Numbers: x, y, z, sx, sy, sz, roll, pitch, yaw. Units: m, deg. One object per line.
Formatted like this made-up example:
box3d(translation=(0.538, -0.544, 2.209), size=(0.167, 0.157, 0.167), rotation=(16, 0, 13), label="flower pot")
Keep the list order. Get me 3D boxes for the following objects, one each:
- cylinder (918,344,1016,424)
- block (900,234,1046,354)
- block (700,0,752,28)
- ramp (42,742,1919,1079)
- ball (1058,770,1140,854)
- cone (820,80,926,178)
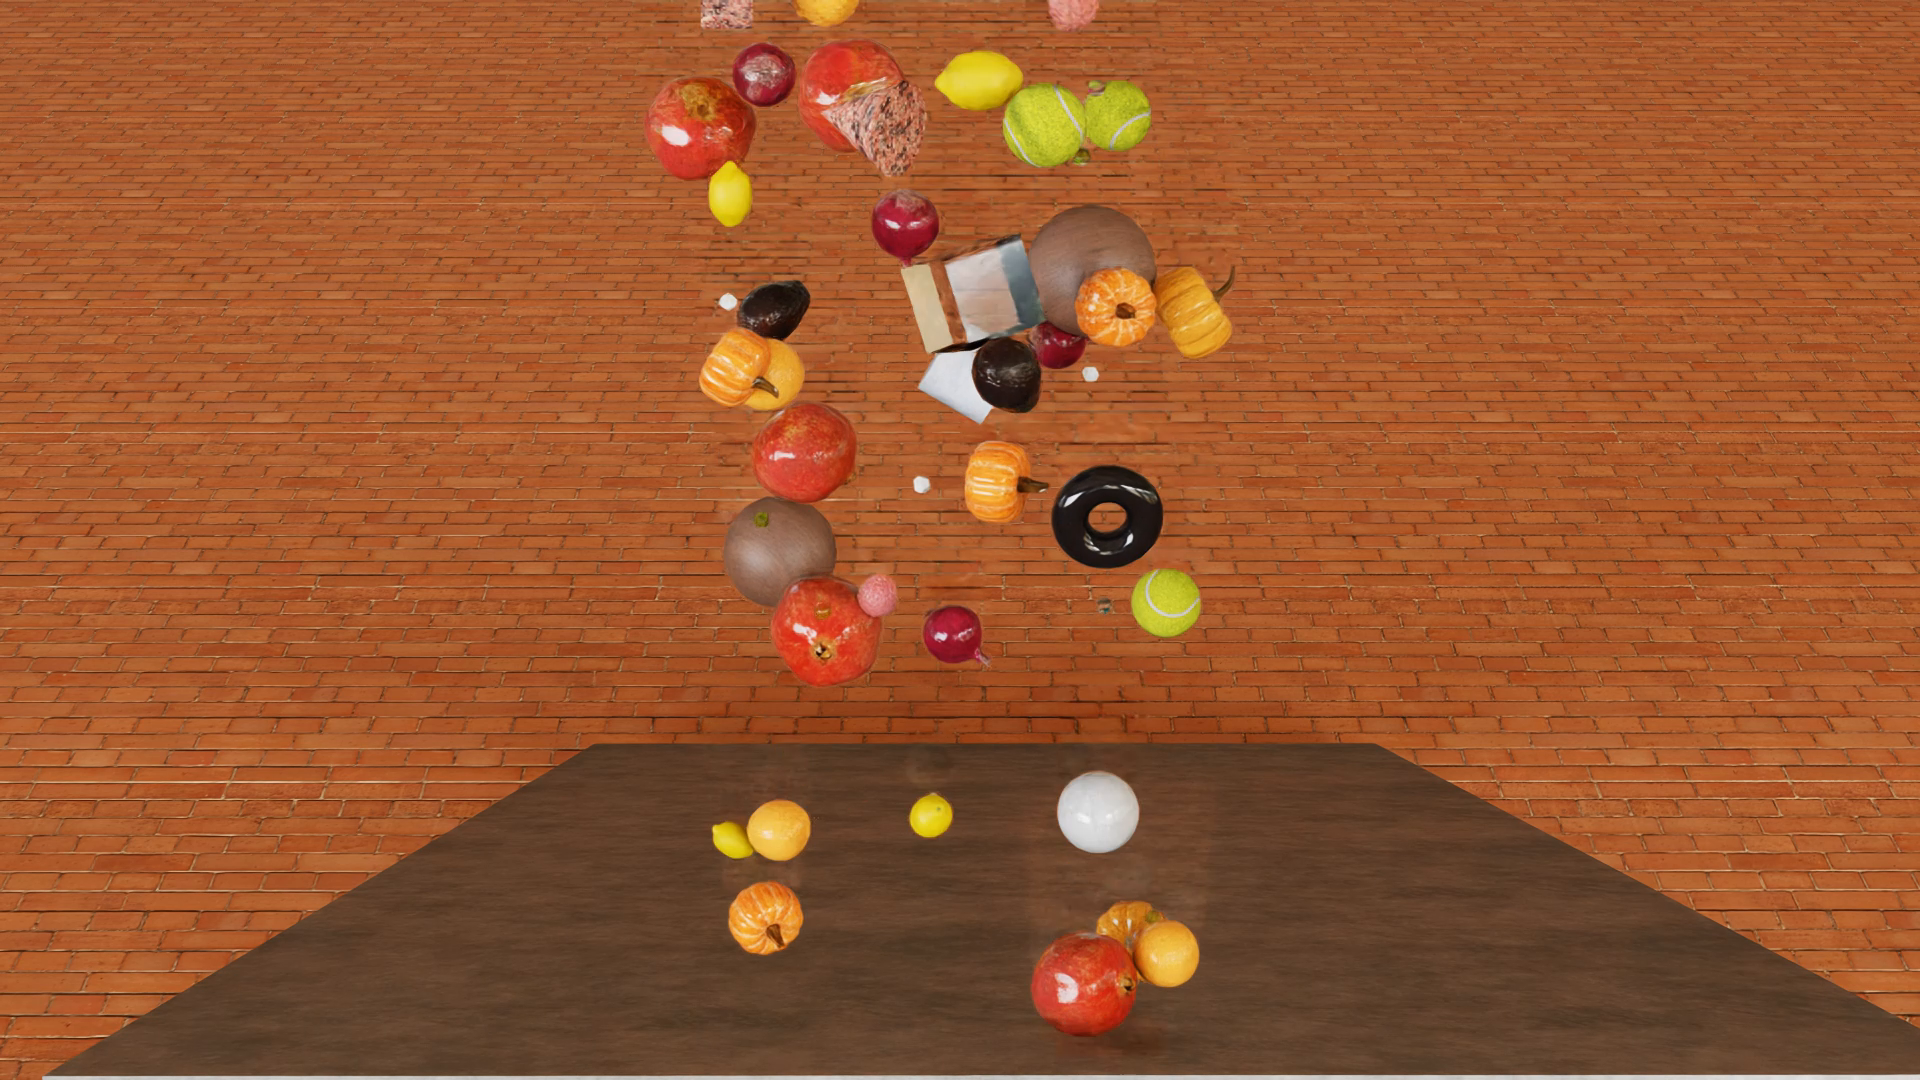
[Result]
box3d(translation=(0.007, -0.159, 2.492), size=(0.070, 0.070, 0.070), rotation=(30, 30, -5), label="cylinder")
box3d(translation=(0.012, -0.219, 2.305), size=(0.082, 0.082, 0.082), rotation=(-23, 12, -26), label="block")
box3d(translation=(-0.225, -0.530, 2.496), size=(0.050, 0.050, 0.050), rotation=(0, 54, -4), label="block")
box3d(translation=(0.065, 0.583, 4.630), size=(2.000, 0.100, 4.000), rotation=(0, 0, 0), label="ramp")
box3d(translation=(0.160, 0.314, 2.988), size=(0.095, 0.095, 0.095), rotation=(0, 29, 0), label="ball")
box3d(translation=(-0.091, -0.378, 2.329), size=(0.087, 0.087, 0.087), rotation=(17, 33, 28), label="cone")
